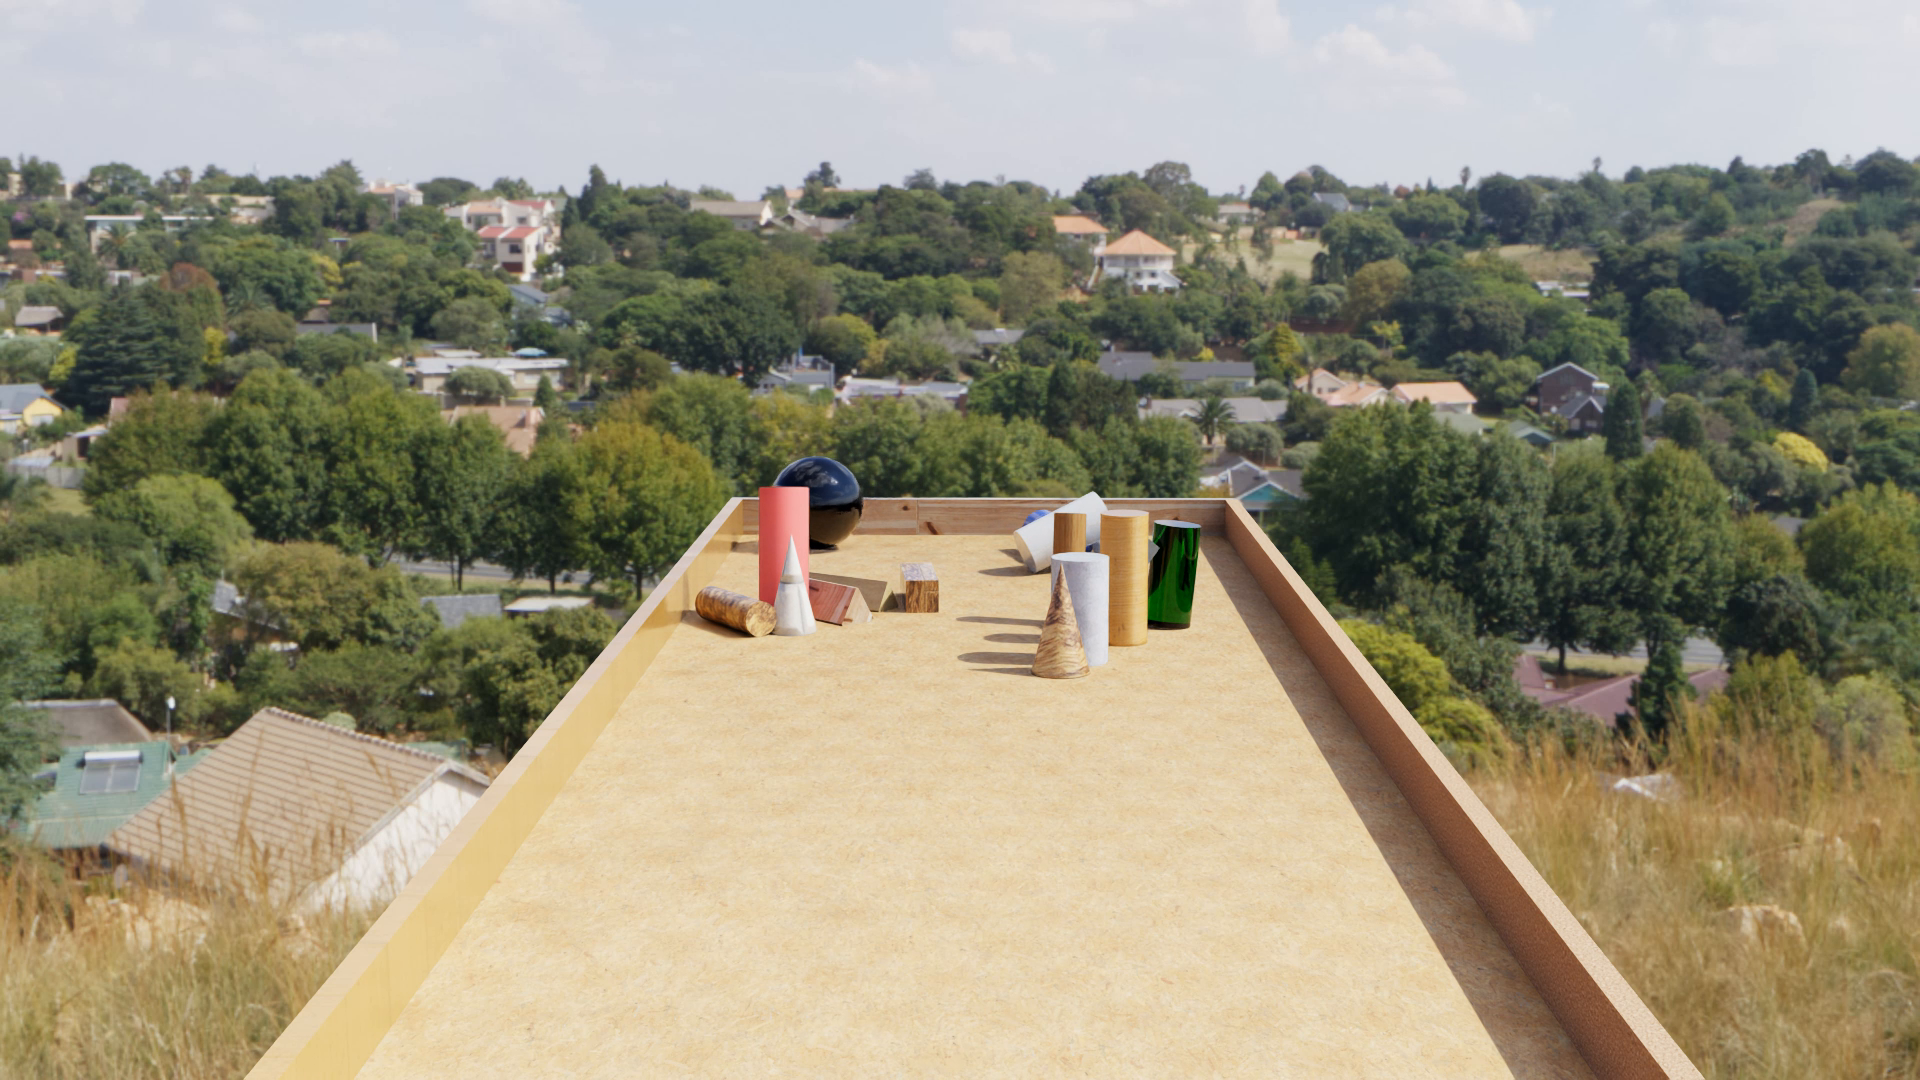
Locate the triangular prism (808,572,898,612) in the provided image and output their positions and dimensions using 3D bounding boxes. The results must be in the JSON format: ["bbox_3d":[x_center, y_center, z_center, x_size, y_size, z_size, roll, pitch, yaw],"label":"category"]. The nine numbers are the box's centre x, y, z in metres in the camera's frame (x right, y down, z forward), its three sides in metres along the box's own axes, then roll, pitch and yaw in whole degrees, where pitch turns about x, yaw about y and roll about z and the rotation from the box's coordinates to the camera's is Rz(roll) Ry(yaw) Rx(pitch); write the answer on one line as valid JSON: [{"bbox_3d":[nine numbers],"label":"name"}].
[{"bbox_3d":[-0.431,0.168,7.620,0.456,0.097,0.112,6,11,34],"label":"triangular prism"}]

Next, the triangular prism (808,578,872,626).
[{"bbox_3d":[-0.452,0.196,7.375,0.135,0.117,0.329,-9,13,-43],"label":"triangular prism"}]

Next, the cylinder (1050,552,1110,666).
[{"bbox_3d":[0.363,0.209,6.664,0.175,0.321,0.175,0,9,0],"label":"cylinder"}]

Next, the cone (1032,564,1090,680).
[{"bbox_3d":[0.299,0.230,6.497,0.177,0.333,0.177,0,9,0],"label":"cone"}]

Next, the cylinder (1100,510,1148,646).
[{"bbox_3d":[0.517,0.119,6.938,0.152,0.413,0.152,0,9,0],"label":"cylinder"}]

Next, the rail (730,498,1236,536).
[{"bbox_3d":[0.099,-0.098,9.147,2.100,0.150,0.050,0,9,1],"label":"rail"}]

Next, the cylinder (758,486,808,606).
[{"bbox_3d":[-0.585,0.041,7.302,0.166,0.431,0.166,0,-1,0],"label":"cylinder"}]

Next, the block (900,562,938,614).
[{"bbox_3d":[-0.142,0.164,7.617,0.111,0.111,0.355,-1,9,-5],"label":"block"}]

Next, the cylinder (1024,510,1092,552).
[{"bbox_3d":[0.377,-0.009,8.549,0.162,0.162,0.410,-2,9,-14],"label":"cylinder"}]

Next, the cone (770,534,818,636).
[{"bbox_3d":[-0.544,0.138,7.113,0.162,0.321,0.162,0,9,0],"label":"cone"}]

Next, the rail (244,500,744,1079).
[{"bbox_3d":[-1.004,0.839,3.234,0.050,0.150,12.000,0,9,1],"label":"rail"}]

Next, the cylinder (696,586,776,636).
[{"bbox_3d":[-0.734,0.232,7.184,0.113,0.113,0.345,-6,11,-34],"label":"cylinder"}]

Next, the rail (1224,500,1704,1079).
[{"bbox_3d":[1.046,0.843,3.208,0.050,0.150,12.000,0,9,1],"label":"rail"}]

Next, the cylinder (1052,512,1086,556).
[{"bbox_3d":[0.358,0.092,7.239,0.107,0.361,0.107,2,2,0],"label":"cylinder"}]

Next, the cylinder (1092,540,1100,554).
[{"bbox_3d":[0.574,0.055,8.242,0.131,0.131,0.417,0,9,-1],"label":"cylinder"}]

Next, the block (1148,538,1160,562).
[{"bbox_3d":[0.486,0.127,7.131,0.105,0.351,0.105,39,-6,-22],"label":"block"}]

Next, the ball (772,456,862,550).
[{"bbox_3d":[-0.573,-0.148,8.751,0.373,0.373,0.373,0,9,0],"label":"ball"}]

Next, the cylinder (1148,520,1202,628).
[{"bbox_3d":[0.695,0.111,7.203,0.155,0.333,0.155,5,8,-1],"label":"cylinder"}]

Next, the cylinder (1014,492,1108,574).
[{"bbox_3d":[0.389,-0.029,8.242,0.335,0.176,0.176,-27,15,-11],"label":"cylinder"}]
